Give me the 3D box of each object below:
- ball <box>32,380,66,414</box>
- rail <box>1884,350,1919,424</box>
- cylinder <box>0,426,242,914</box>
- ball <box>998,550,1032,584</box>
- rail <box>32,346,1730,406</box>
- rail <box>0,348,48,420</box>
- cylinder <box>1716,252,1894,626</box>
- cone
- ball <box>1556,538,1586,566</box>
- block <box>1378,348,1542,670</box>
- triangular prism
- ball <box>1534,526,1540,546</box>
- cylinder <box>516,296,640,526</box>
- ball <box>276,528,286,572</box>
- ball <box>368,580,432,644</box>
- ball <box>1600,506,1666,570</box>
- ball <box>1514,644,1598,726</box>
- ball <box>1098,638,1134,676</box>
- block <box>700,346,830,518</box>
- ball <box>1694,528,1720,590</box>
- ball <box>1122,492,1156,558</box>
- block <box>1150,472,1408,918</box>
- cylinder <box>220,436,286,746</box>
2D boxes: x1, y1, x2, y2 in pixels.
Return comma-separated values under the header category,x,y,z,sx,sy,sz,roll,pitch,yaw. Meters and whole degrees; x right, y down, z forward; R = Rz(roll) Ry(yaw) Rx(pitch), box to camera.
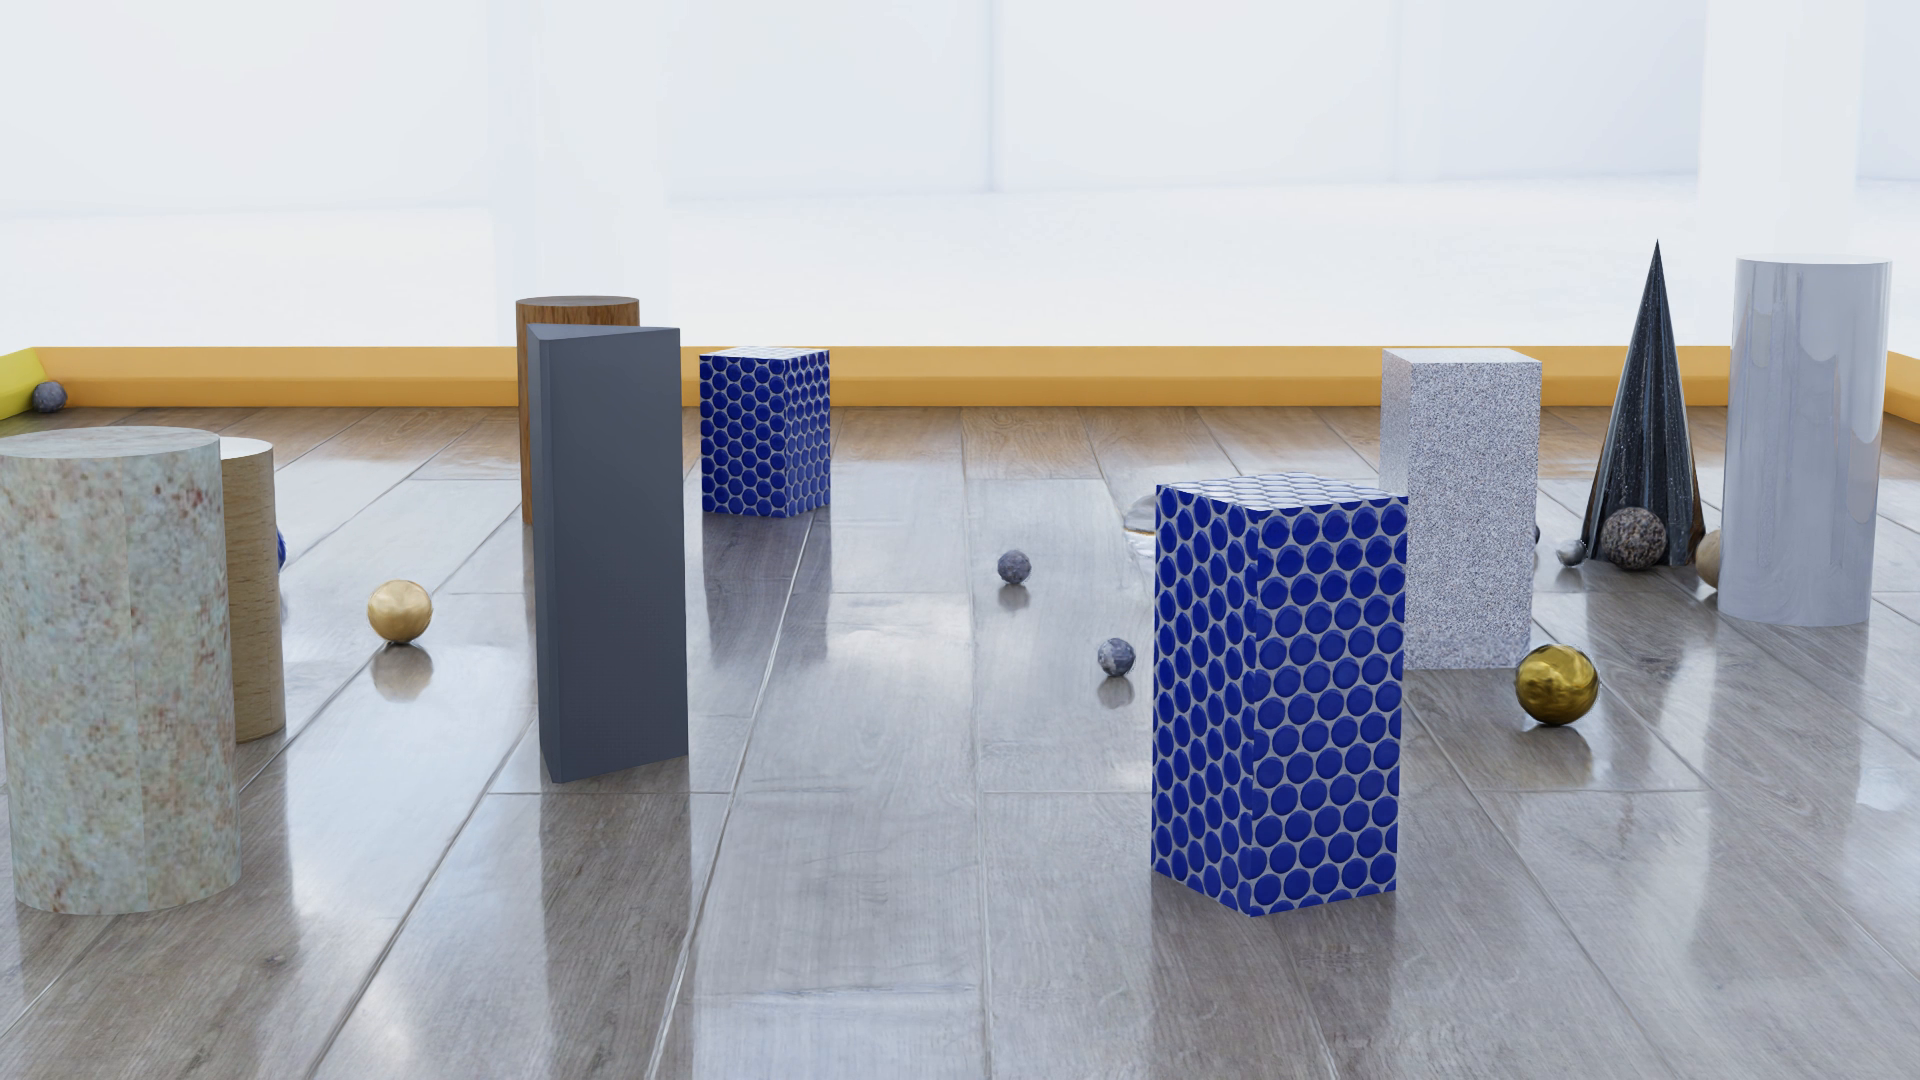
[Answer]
category,x,y,z,sx,sy,sz,roll,pitch,yaw
ball,-1.928,-0.303,5.433,0.069,0.069,0.069,0,10,0
rail,1.961,0.031,3.460,0.045,0.128,4.256,0,10,0
cylinder,-0.752,0.111,2.288,0.198,0.401,0.198,0,10,0
ball,0.077,0.038,3.649,0.048,0.048,0.048,0,10,0
rail,-0.012,-0.350,5.518,3.970,0.128,0.045,0,10,0
rail,-1.961,0.035,3.438,0.045,0.128,4.256,0,10,0
cylinder,1.126,-0.138,3.425,0.198,0.475,0.198,0,10,0
cone,1.030,-0.214,3.832,0.198,0.477,0.198,0,10,0
ball,0.897,0.019,3.770,0.041,0.041,0.041,0,10,0
block,0.614,-0.042,3.180,0.158,0.376,0.158,-1,11,-3
triangular prism,-0.404,0.005,2.704,0.171,0.457,0.148,-10,14,-43
ball,0.866,-0.008,3.919,0.040,0.040,0.040,0,10,0
cylinder,-0.613,-0.210,4.148,0.198,0.354,0.198,0,10,0
ball,-1.005,0.015,3.646,0.093,0.093,0.093,0,10,0
ball,-0.714,0.091,3.271,0.082,0.082,0.082,0,10,0
ball,0.982,-0.002,3.740,0.093,0.093,0.093,0,10,0
ball,0.666,0.161,2.864,0.092,0.092,0.092,0,10,0
ball,0.188,0.141,3.097,0.046,0.046,0.046,0,10,0
block,-0.322,-0.182,4.257,0.158,0.260,0.158,5,11,24
ball,1.075,0.027,3.592,0.090,0.090,0.090,0,10,0
ball,0.292,-0.021,3.831,0.099,0.099,0.099,0,10,0
block,0.283,0.132,2.294,0.158,0.357,0.158,-6,12,-28
cylinder,-0.852,0.055,2.826,0.198,0.313,0.198,0,10,0
